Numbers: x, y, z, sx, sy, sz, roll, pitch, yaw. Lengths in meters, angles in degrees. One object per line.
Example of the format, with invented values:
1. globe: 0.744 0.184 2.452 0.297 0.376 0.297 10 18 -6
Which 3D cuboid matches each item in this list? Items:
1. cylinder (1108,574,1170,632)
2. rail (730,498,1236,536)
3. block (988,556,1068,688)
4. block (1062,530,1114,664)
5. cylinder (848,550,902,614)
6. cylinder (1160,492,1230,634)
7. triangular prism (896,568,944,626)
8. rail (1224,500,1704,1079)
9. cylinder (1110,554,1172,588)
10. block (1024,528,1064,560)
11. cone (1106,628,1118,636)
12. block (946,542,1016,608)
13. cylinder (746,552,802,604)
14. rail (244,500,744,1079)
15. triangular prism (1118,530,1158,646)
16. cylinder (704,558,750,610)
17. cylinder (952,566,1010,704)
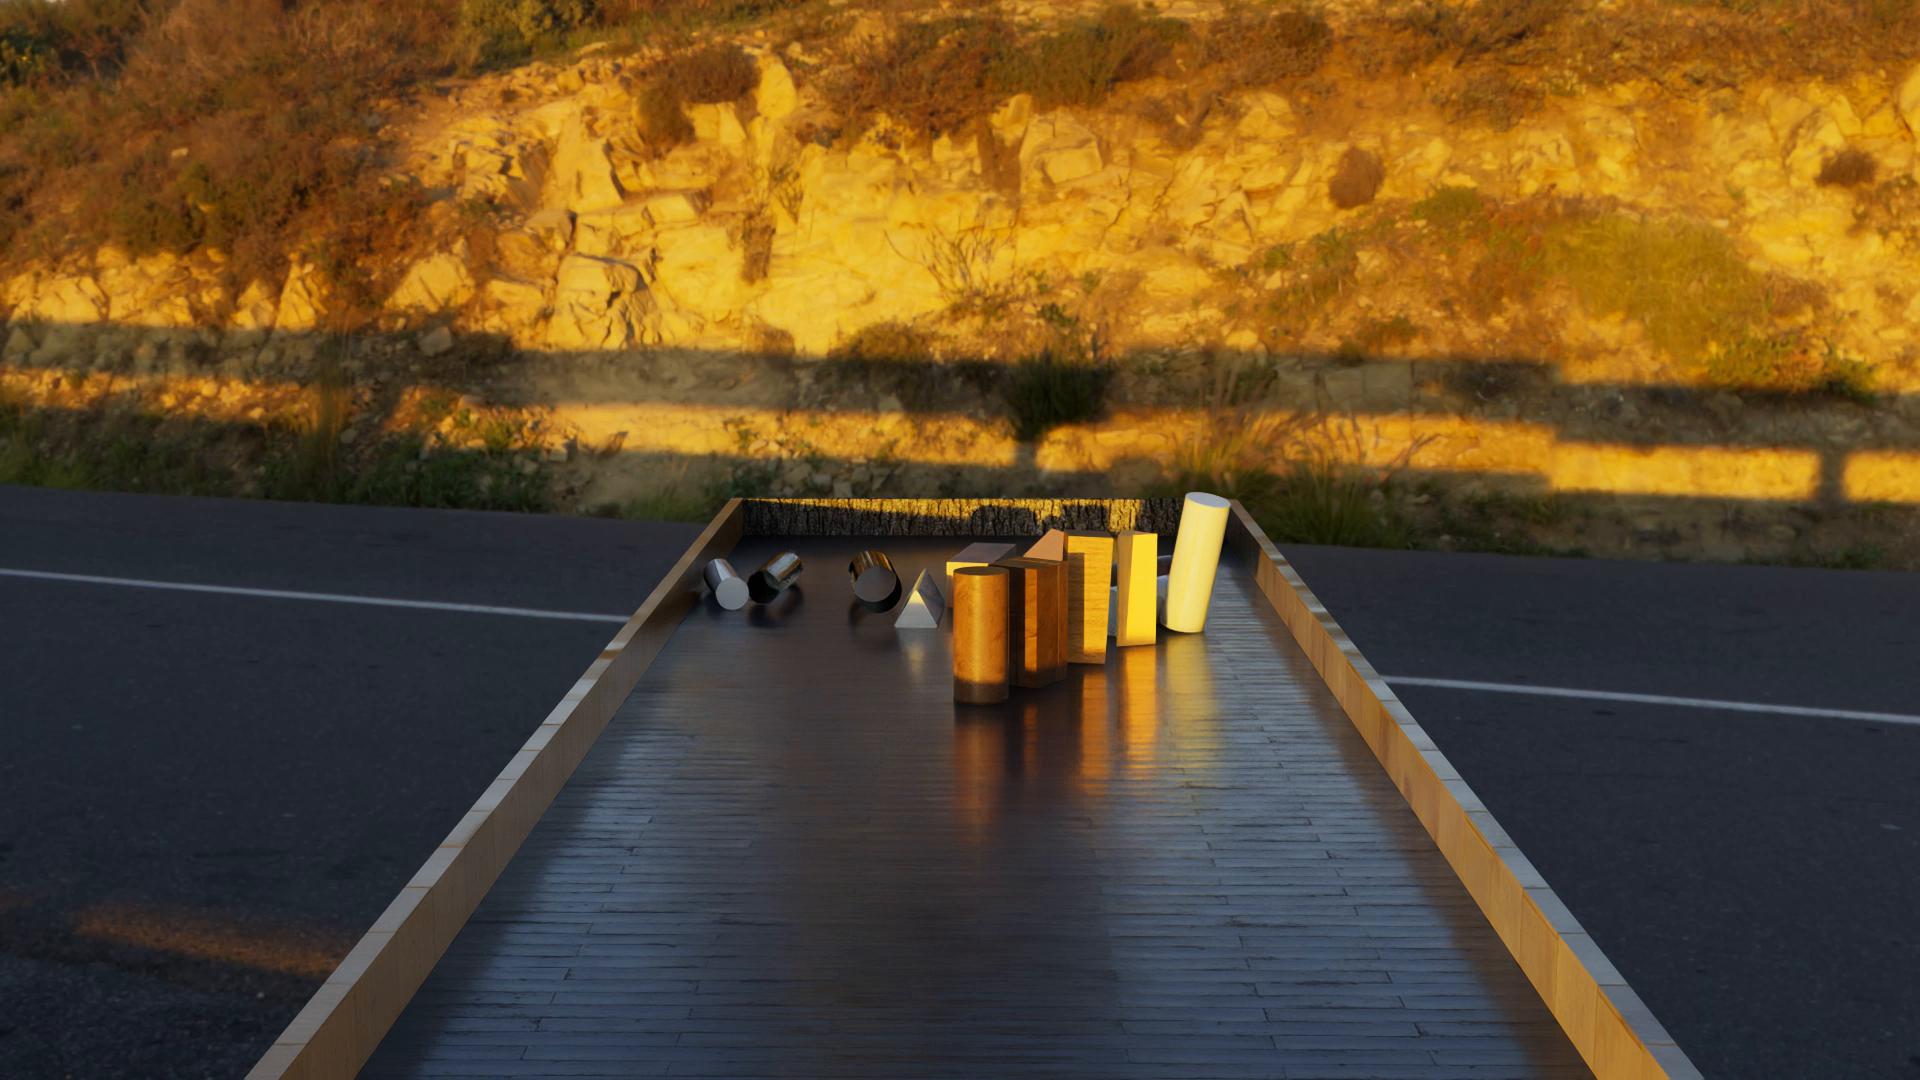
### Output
1. cylinder: 0.599 0.208 7.222 0.149 0.149 0.370 8 12 40
2. rail: 0.099 -0.098 9.147 2.100 0.150 0.050 0 9 1
3. block: 0.197 0.237 6.404 0.169 0.347 0.169 6 11 34
4. block: 0.378 0.171 6.679 0.134 0.385 0.134 3 9 -4
5. cylinder: -0.296 0.143 7.596 0.161 0.161 0.330 -1 9 -7
6. cylinder: 0.758 0.074 7.095 0.147 0.432 0.147 9 18 -3
7. triangular prism: -0.132 0.191 7.401 0.138 0.119 0.432 1 9 3
8. rail: 1.046 0.843 3.208 0.050 0.150 12.000 0 9 1
9. cylinder: 0.576 0.155 7.472 0.380 0.174 0.174 -6 11 -35
10. block: 0.306 0.114 7.456 0.155 0.155 0.354 17 28 19
11. cone: 0.407 0.272 7.115 0.306 0.113 0.113 19 18 33
12. block: 0.079 0.123 7.732 0.157 0.157 0.434 2 9 12
13. cylinder: -0.656 0.132 7.806 0.116 0.116 0.417 1 9 7
14. rail: -1.004 0.839 3.234 0.050 0.150 12.000 0 9 1
15. triangular prism: 0.538 0.149 6.951 0.132 0.351 0.114 -3 9 -18
16. cylinder: -0.819 0.152 7.686 0.113 0.113 0.393 -2 9 -13
17. cylinder: 0.059 0.266 6.166 0.158 0.365 0.158 0 9 0
